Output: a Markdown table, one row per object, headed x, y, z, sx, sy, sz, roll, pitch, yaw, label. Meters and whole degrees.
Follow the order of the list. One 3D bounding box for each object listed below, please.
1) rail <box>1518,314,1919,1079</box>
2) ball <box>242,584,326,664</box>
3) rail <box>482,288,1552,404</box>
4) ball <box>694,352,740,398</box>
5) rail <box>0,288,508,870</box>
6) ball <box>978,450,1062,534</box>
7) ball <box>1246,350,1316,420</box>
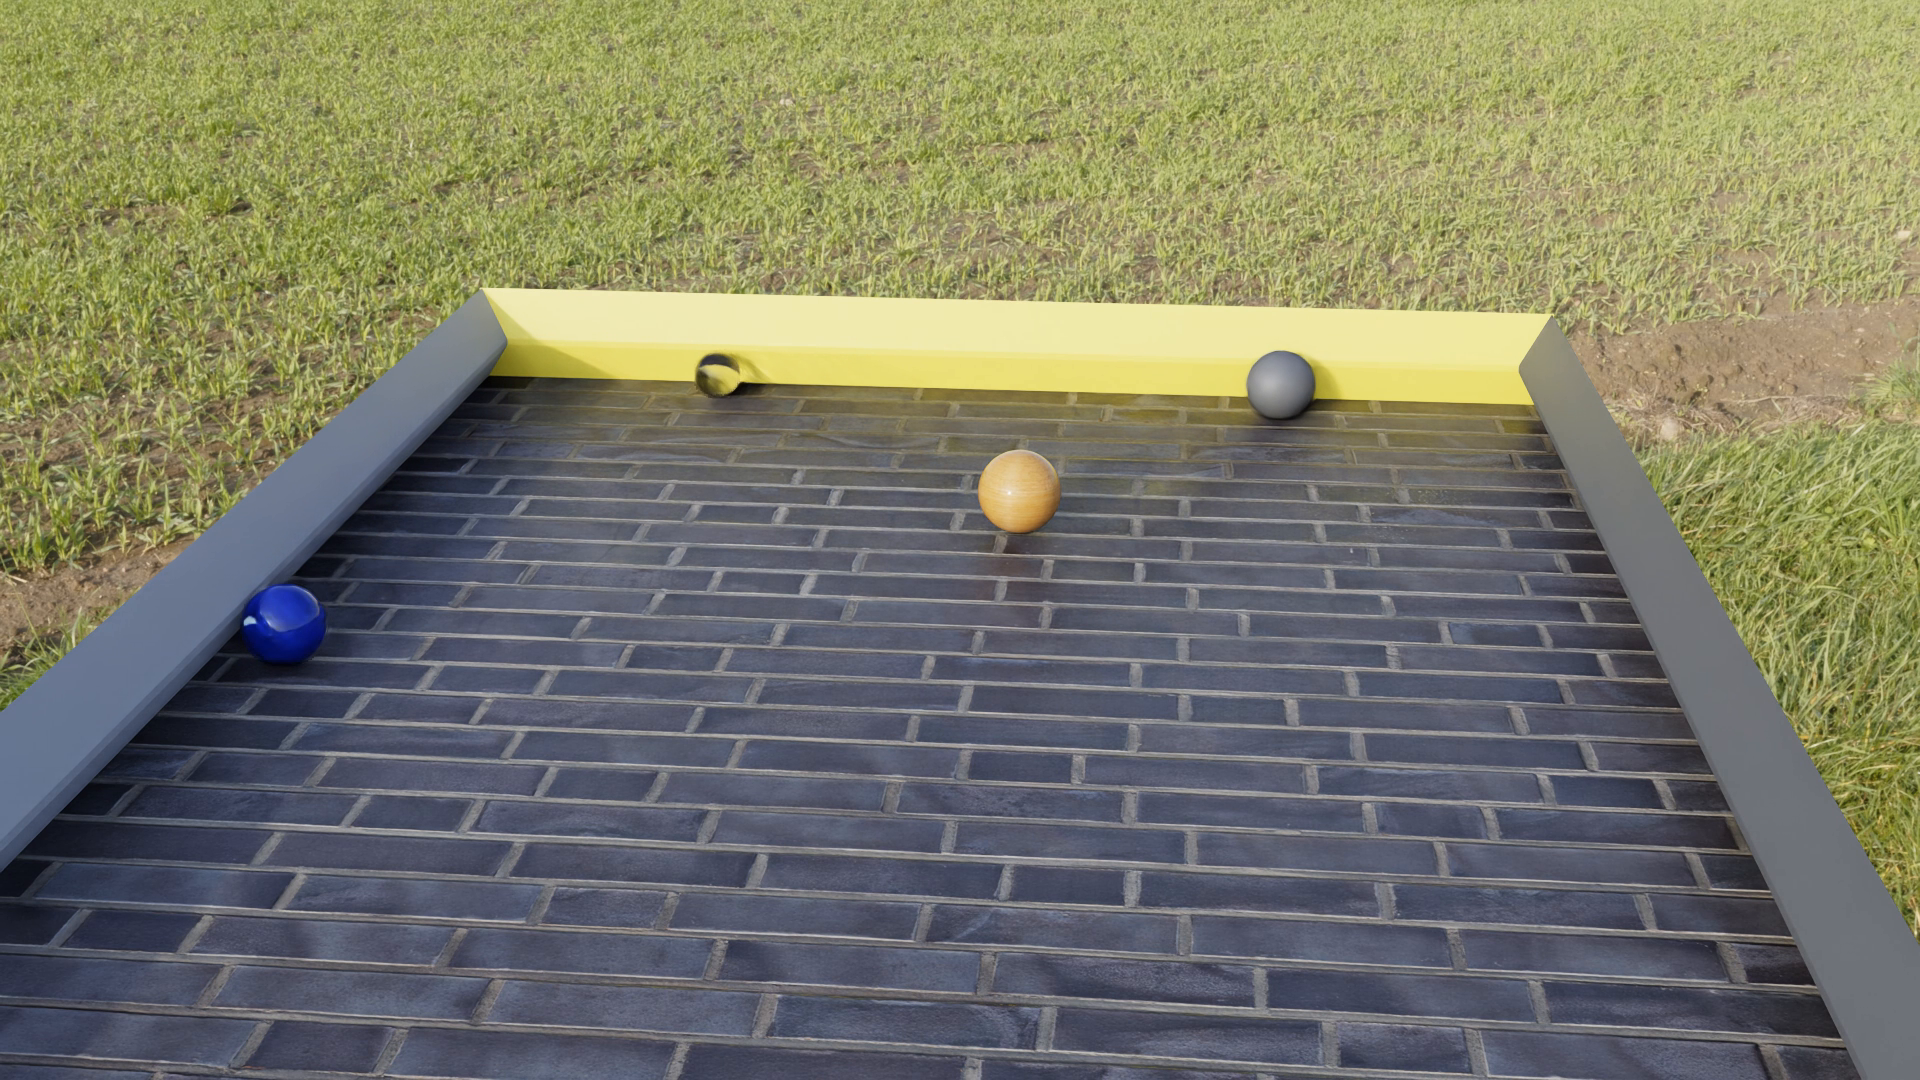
| x | y | z | sx | sy | sz | roll | pitch | yaw | label |
| --- | --- | --- | --- | --- | --- | --- | --- | --- | --- |
| 0.628 | 0.245 | 1.664 | 0.045 | 0.122 | 2.645 | 2 | 22 | 5 | rail |
| -0.657 | 0.082 | 2.140 | 0.079 | 0.079 | 0.079 | 0 | 22 | 0 | ball |
| 0.059 | -0.253 | 2.927 | 1.431 | 0.122 | 0.045 | 2 | 22 | 5 | rail |
| -0.323 | -0.221 | 2.932 | 0.061 | 0.061 | 0.061 | 0 | 22 | 0 | ball |
| -0.750 | 0.198 | 1.783 | 0.045 | 0.122 | 2.645 | 2 | 22 | 5 | rail |
| 0.067 | -0.054 | 2.465 | 0.094 | 0.094 | 0.094 | 0 | 22 | 0 | ball |
| 0.415 | -0.200 | 2.842 | 0.089 | 0.089 | 0.089 | 0 | 22 | 0 | ball |
